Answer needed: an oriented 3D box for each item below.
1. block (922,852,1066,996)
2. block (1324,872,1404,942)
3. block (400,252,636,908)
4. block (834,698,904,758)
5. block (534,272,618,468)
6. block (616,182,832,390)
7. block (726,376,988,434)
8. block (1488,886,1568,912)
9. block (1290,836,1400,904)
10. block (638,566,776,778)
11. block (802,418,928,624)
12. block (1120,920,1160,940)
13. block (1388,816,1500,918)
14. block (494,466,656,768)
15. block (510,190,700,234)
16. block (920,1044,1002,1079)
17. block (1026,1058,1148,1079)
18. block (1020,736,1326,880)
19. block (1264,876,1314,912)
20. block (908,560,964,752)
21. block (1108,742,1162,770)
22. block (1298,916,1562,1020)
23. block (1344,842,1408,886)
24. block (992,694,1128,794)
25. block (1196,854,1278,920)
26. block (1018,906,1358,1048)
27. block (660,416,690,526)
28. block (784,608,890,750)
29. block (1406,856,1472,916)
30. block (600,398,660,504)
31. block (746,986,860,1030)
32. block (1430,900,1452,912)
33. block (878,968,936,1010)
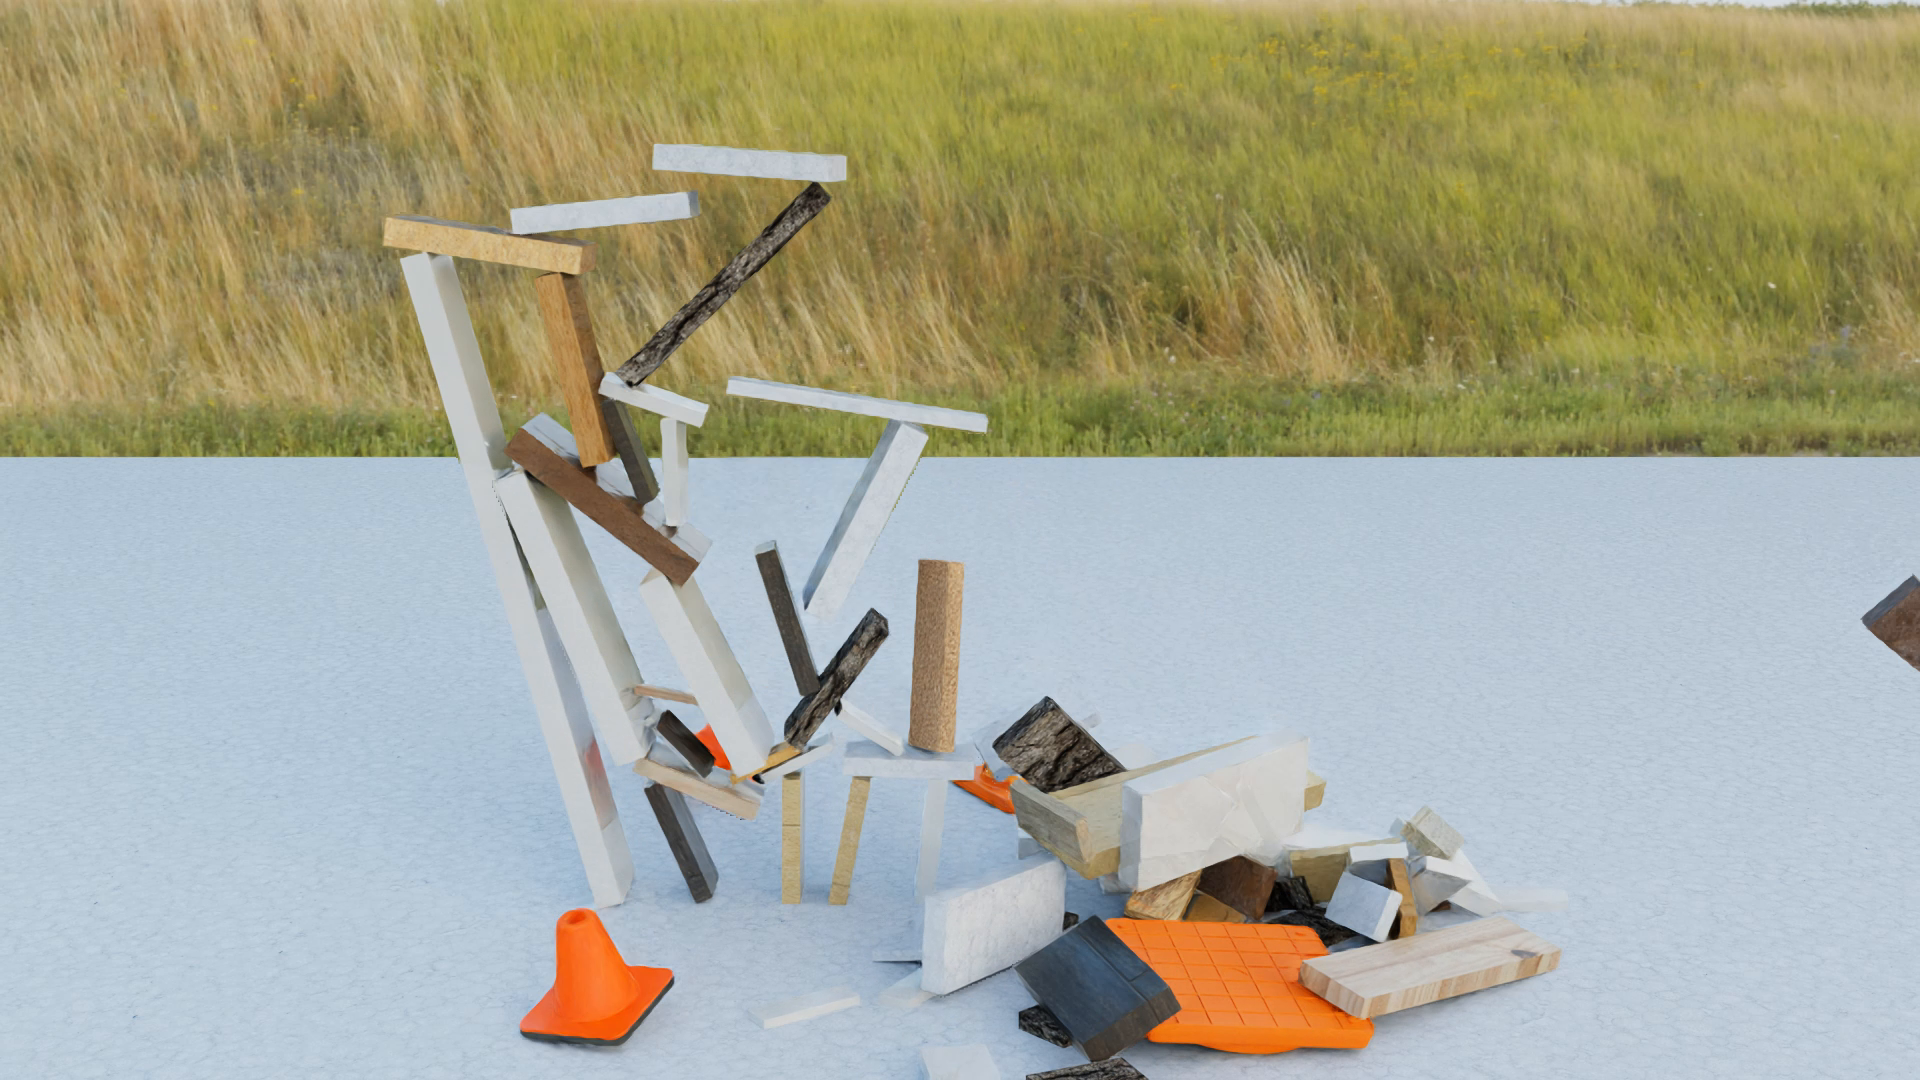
[{"bbox_3d":[0.055,0.574,3.318,0.040,0.141,0.315,9,10,35],"label":"block"},{"bbox_3d":[0.615,0.559,3.354,0.022,0.078,0.156,25,-5,-17],"label":"block"},{"bbox_3d":[-0.709,0.065,3.572,0.043,1.091,0.152,-14,10,2],"label":"block"},{"bbox_3d":[-0.148,0.305,3.595,0.124,0.018,0.062,34,8,-14],"label":"block"},{"bbox_3d":[-0.607,-0.278,3.509,0.043,0.304,0.152,-12,11,2],"label":"block"},{"bbox_3d":[-0.374,-0.408,3.504,0.428,0.039,0.138,-43,10,8],"label":"block"},{"bbox_3d":[-0.164,-0.218,3.530,0.416,0.022,0.078,9,9,-3],"label":"block"},{"bbox_3d":[0.928,0.591,3.616,0.130,0.018,0.065,1,11,4],"label":"block"},{"bbox_3d":[0.629,0.537,3.561,0.177,0.089,0.025,-9,24,6],"label":"block"},{"bbox_3d":[-0.412,0.202,3.604,0.050,0.351,0.176,-26,10,6],"label":"block"},{"bbox_3d":[-0.156,-0.039,3.561,0.048,0.338,0.169,26,6,-10],"label":"block"},{"bbox_3d":[0.295,0.611,3.513,0.054,0.015,0.107,4,11,20],"label":"block"},{"bbox_3d":[0.799,0.541,3.644,0.117,0.033,0.234,25,12,-12],"label":"block"},{"bbox_3d":[-0.615,0.113,3.576,0.050,0.495,0.175,-20,10,6],"label":"block"},{"bbox_3d":[-0.557,-0.517,3.468,0.276,0.039,0.138,-5,10,1],"label":"block"},{"bbox_3d":[0.006,0.718,2.907,0.091,0.026,0.182,-2,11,-10],"label":"block"},{"bbox_3d":[0.207,0.736,2.773,0.141,0.040,0.283,-5,11,-23],"label":"block"},{"bbox_3d":[0.352,0.428,3.571,0.527,0.048,0.169,-10,30,-38],"label":"block"},{"bbox_3d":[0.521,0.572,3.548,0.098,0.049,0.014,-15,8,44],"label":"block"},{"bbox_3d":[-0.039,0.188,3.605,0.029,0.308,0.101,3,1,-31],"label":"block"},{"bbox_3d":[0.330,0.415,3.683,0.101,0.029,0.203,-13,39,-41],"label":"block"},{"bbox_3d":[0.695,0.622,3.220,0.473,0.033,0.117,-2,19,-41],"label":"block"},{"bbox_3d":[0.657,0.540,3.495,0.089,0.177,0.025,-5,52,0],"label":"block"},{"bbox_3d":[0.171,0.365,3.582,0.241,0.121,0.034,44,7,-35],"label":"block"},{"bbox_3d":[0.430,0.536,3.499,0.023,0.081,0.163,19,2,-37],"label":"block"},{"bbox_3d":[0.357,0.646,3.295,0.654,0.026,0.091,-9,14,-41],"label":"block"},{"bbox_3d":[-0.459,-0.114,3.554,0.024,0.171,0.085,-1,9,4],"label":"block"},{"bbox_3d":[-0.203,0.227,3.606,0.034,0.241,0.121,36,6,-8],"label":"block"},{"bbox_3d":[0.724,0.547,3.451,0.081,0.023,0.163,16,-36,-16],"label":"block"},{"bbox_3d":[-0.531,-0.147,3.543,0.024,0.171,0.086,-20,11,4],"label":"block"},{"bbox_3d":[-0.225,0.674,3.176,0.161,0.014,0.049,-7,13,-35],"label":"block"},{"bbox_3d":[0.732,0.592,3.610,0.130,0.018,0.065,-2,11,-8],"label":"block"},{"bbox_3d":[-0.025,0.649,3.307,0.054,0.015,0.273,6,12,31],"label":"block"}]
